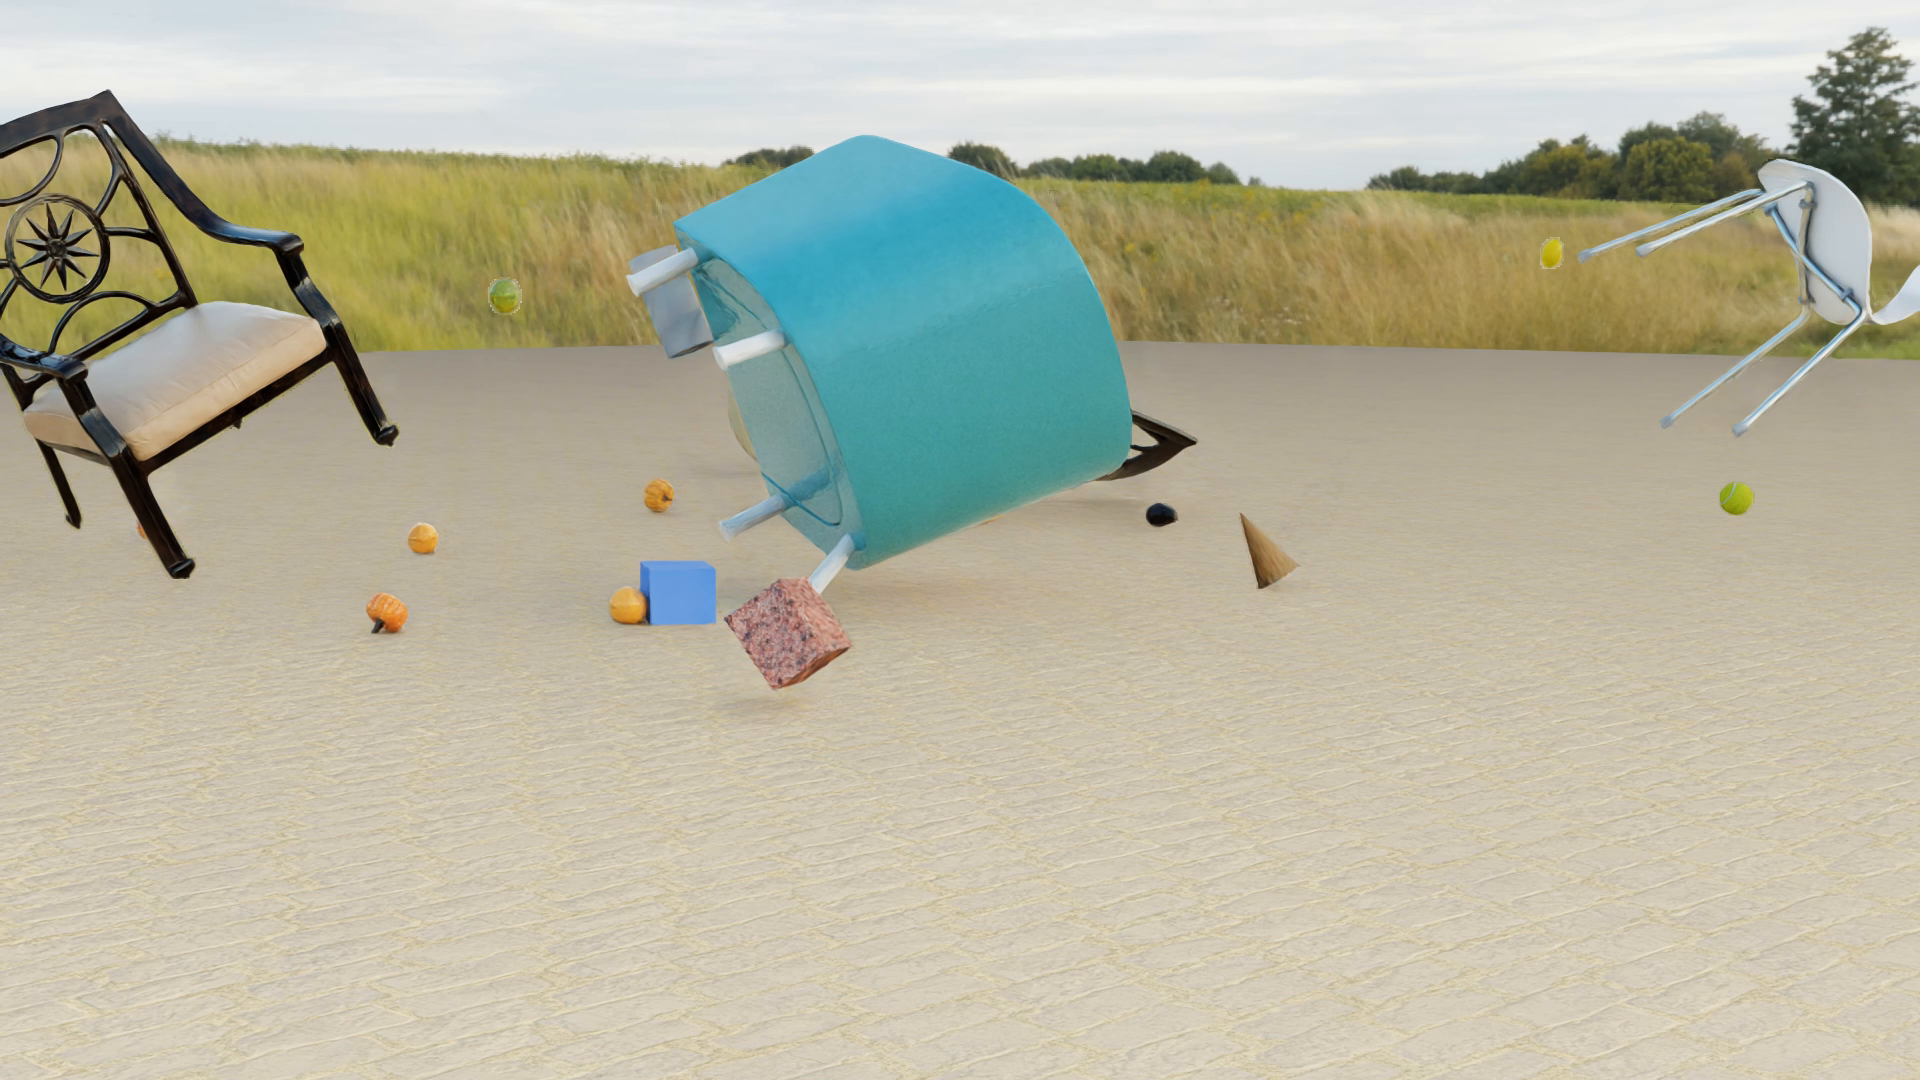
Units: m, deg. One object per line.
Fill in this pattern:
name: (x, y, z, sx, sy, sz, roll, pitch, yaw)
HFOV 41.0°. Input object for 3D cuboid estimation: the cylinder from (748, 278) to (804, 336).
cylinder: (-0.596, -0.752, 8.291, 0.150, 0.155, 0.175, -8, -3, -16)

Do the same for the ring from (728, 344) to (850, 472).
ring: (-0.570, -0.444, 8.638, 0.443, 0.514, 0.129, 32, -39, -12)

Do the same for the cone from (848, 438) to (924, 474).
cone: (-0.226, -0.250, 8.417, 0.241, 0.106, 0.151, 12, -28, -21)

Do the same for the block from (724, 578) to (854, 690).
block: (-0.253, 0.138, 3.826, 0.099, 0.127, 0.209, -35, -4, 7)

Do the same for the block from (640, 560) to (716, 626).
block: (-0.543, 0.100, 4.927, 0.123, 0.105, 0.157, -1, 6, -14)

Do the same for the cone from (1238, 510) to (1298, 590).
cone: (0.629, 0.008, 5.397, 0.100, 0.164, 0.095, -31, 0, -32)

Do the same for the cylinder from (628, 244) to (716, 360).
cylinder: (-0.606, -0.500, 5.393, 0.109, 0.219, 0.085, -22, -1, -25)
